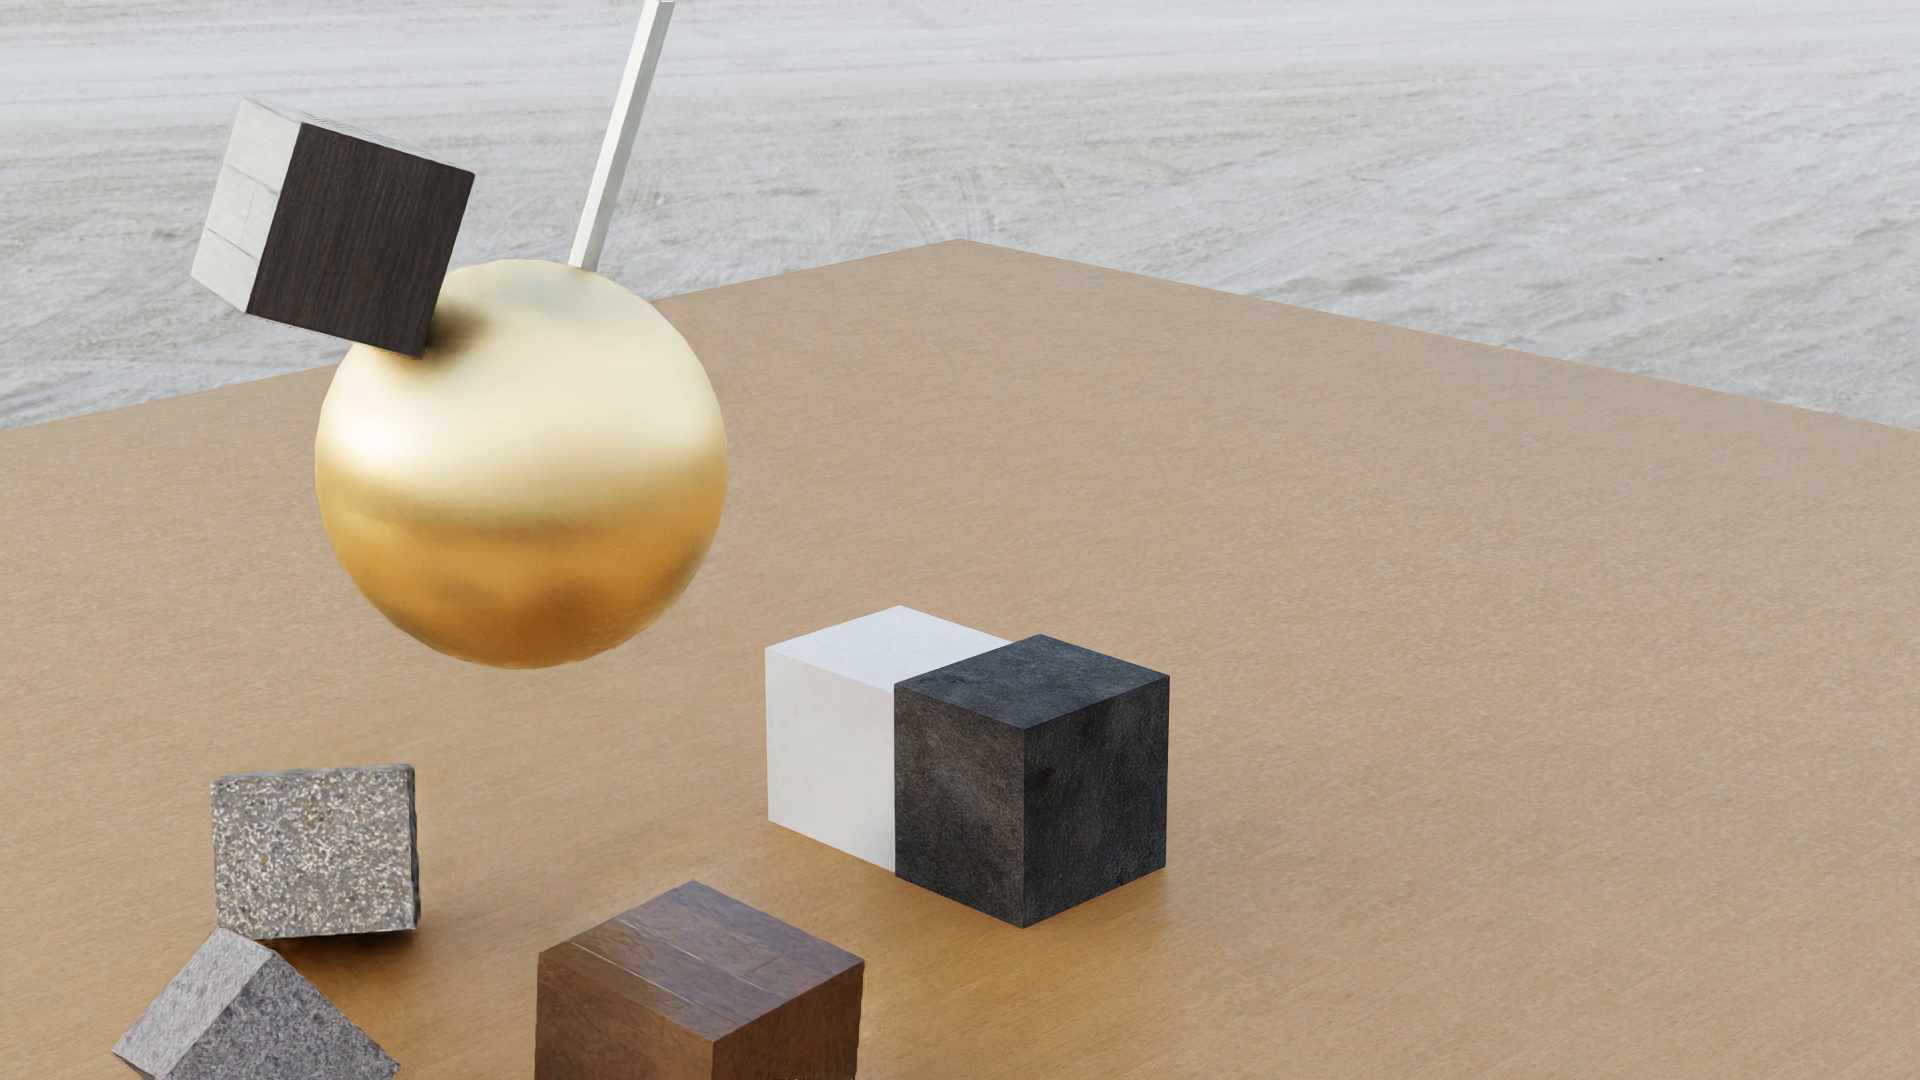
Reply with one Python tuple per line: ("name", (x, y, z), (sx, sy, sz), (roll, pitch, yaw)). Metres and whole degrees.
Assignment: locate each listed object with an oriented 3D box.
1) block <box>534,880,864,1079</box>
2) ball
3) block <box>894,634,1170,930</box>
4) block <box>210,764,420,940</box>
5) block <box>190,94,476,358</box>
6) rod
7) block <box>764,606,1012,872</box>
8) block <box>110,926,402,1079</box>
("block", (-0.979, 1.886, 10.940), (0.866, 0.757, 0.832), (20, 25, 33))
("ball", (-1.706, -0.294, 11.461), (1.600, 1.600, 1.600), (0, 17, 0))
("block", (0.326, 1.077, 13.351), (0.809, 0.940, 0.956), (17, 24, 42))
("block", (-2.756, 1.331, 12.611), (0.802, 0.668, 0.801), (-3, -2, -9))
("block", (-2.304, -1.154, 10.742), (0.672, 0.701, 0.709), (14, 8, -33))
("rod", (-0.739, -3.553, 11.450), (0.080, 5.200, 0.080), (17, 0, 42))
("block", (-0.293, 0.926, 13.933), (0.881, 0.877, 0.891), (-17, 24, -42))
("block", (-2.541, 1.871, 10.582), (0.578, 0.664, 0.591), (-51, 26, -21))
